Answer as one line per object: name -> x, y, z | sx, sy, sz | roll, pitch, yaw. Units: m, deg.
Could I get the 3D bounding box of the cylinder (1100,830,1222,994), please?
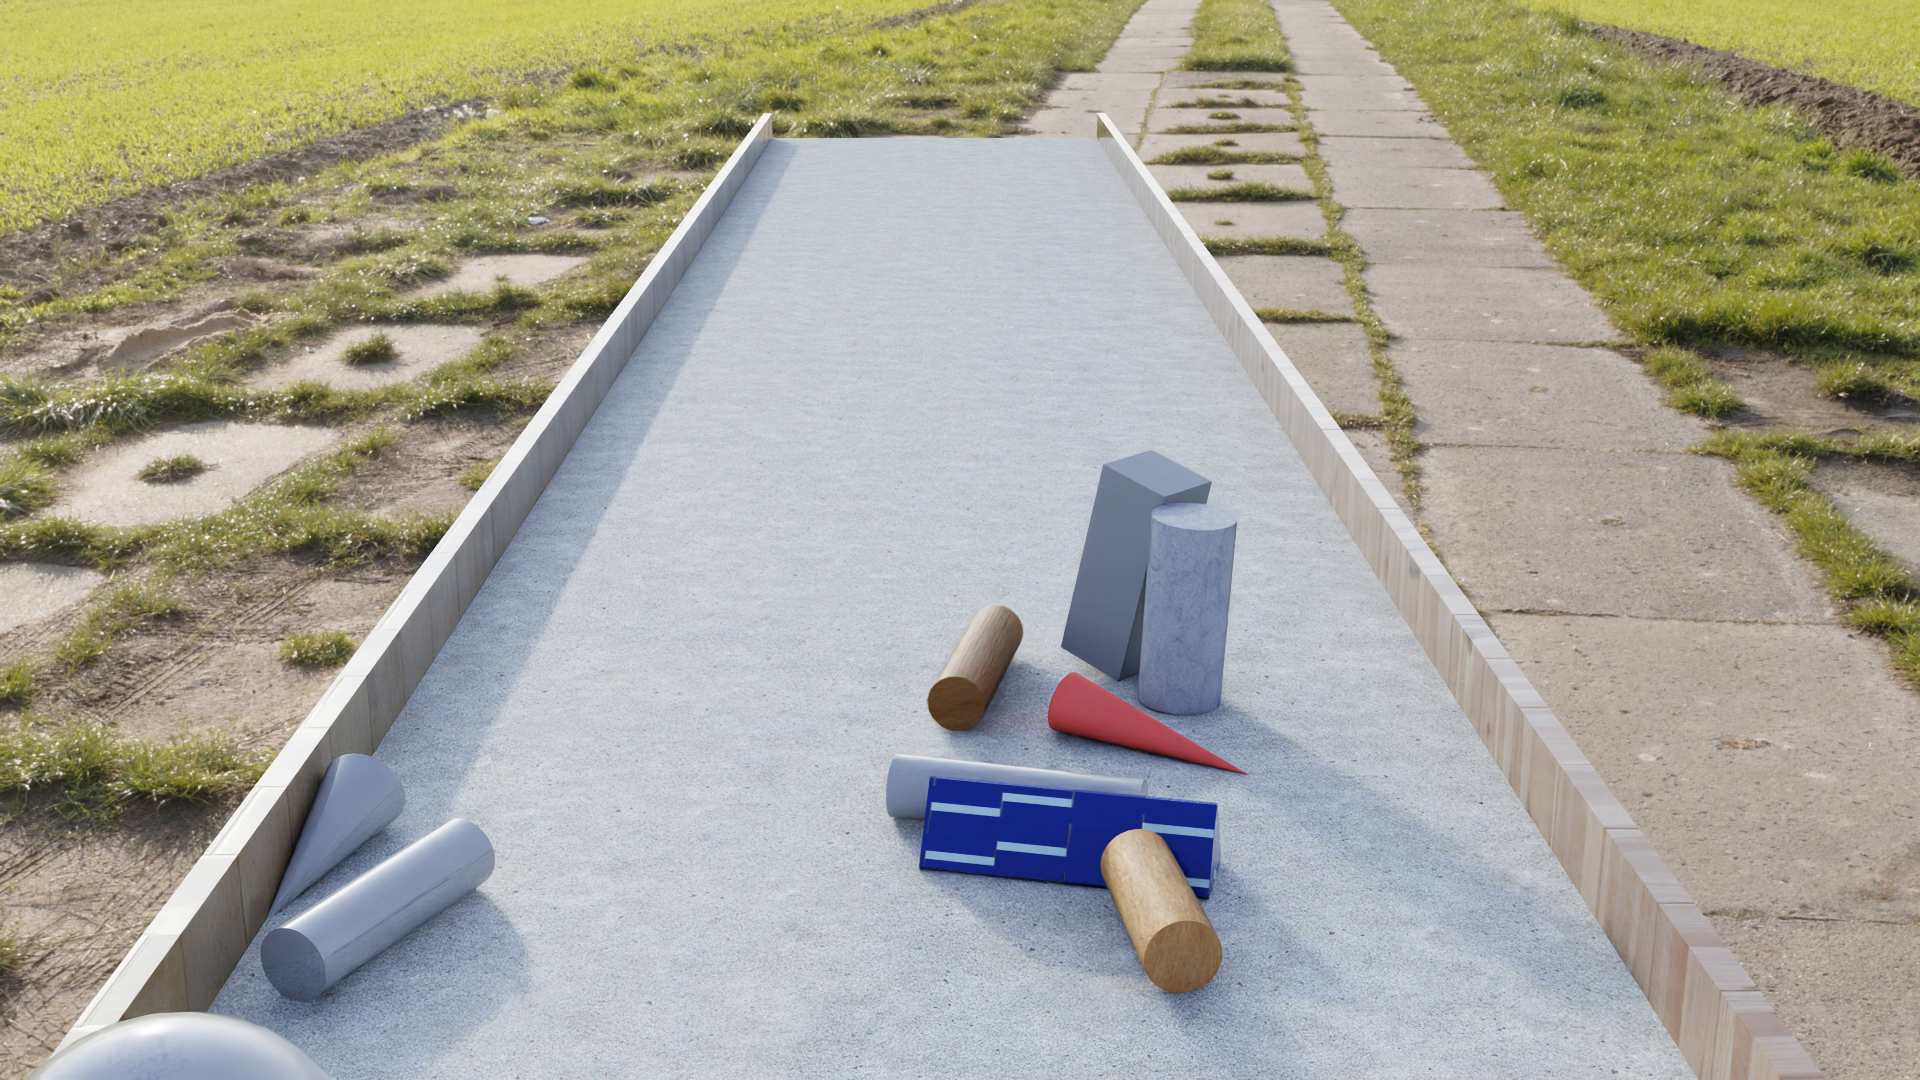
cylinder -> 0.291, 0.538, 3.220 | 0.112, 0.112, 0.312 | -2, 17, -7

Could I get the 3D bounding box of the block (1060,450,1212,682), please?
block -> 0.343, 0.050, 4.303 | 0.152, 0.406, 0.152 | 30, 32, 34

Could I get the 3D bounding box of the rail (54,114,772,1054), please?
rail -> -1.118, -0.838, 7.780 | 0.050, 0.150, 12.000 | 0, 17, -1

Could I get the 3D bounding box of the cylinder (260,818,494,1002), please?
cylinder -> -0.846, 0.536, 3.227 | 0.112, 0.112, 0.404 | 7, 18, 22

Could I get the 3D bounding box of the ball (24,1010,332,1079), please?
ball -> -0.805, 0.682, 2.244 | 0.394, 0.394, 0.394 | 0, 17, 0

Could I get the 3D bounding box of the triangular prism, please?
triangular prism -> 0.176, 0.452, 3.470 | 0.458, 0.127, 0.147 | 4, 17, 13

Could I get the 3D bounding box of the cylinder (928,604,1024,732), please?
cylinder -> 0.034, 0.241, 4.229 | 0.107, 0.107, 0.425 | 3, 17, 11

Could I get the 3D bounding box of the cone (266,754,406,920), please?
cone -> -1.010, 0.491, 3.453 | 0.142, 0.142, 0.351 | 3, 28, 11

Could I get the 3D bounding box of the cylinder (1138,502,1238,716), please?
cylinder -> 0.426, 0.129, 4.133 | 0.159, 0.367, 0.159 | 2, 19, -1

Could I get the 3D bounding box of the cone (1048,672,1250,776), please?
cone -> 0.350, 0.354, 3.938 | 0.386, 0.113, 0.113 | 20, 25, 30

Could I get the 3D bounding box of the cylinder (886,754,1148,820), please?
cylinder -> 0.093, 0.425, 3.610 | 0.418, 0.107, 0.107 | 5, 17, 15

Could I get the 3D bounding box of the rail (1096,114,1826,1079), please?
rail -> 0.932, -0.844, 7.801 | 0.050, 0.150, 12.000 | 0, 17, -1
